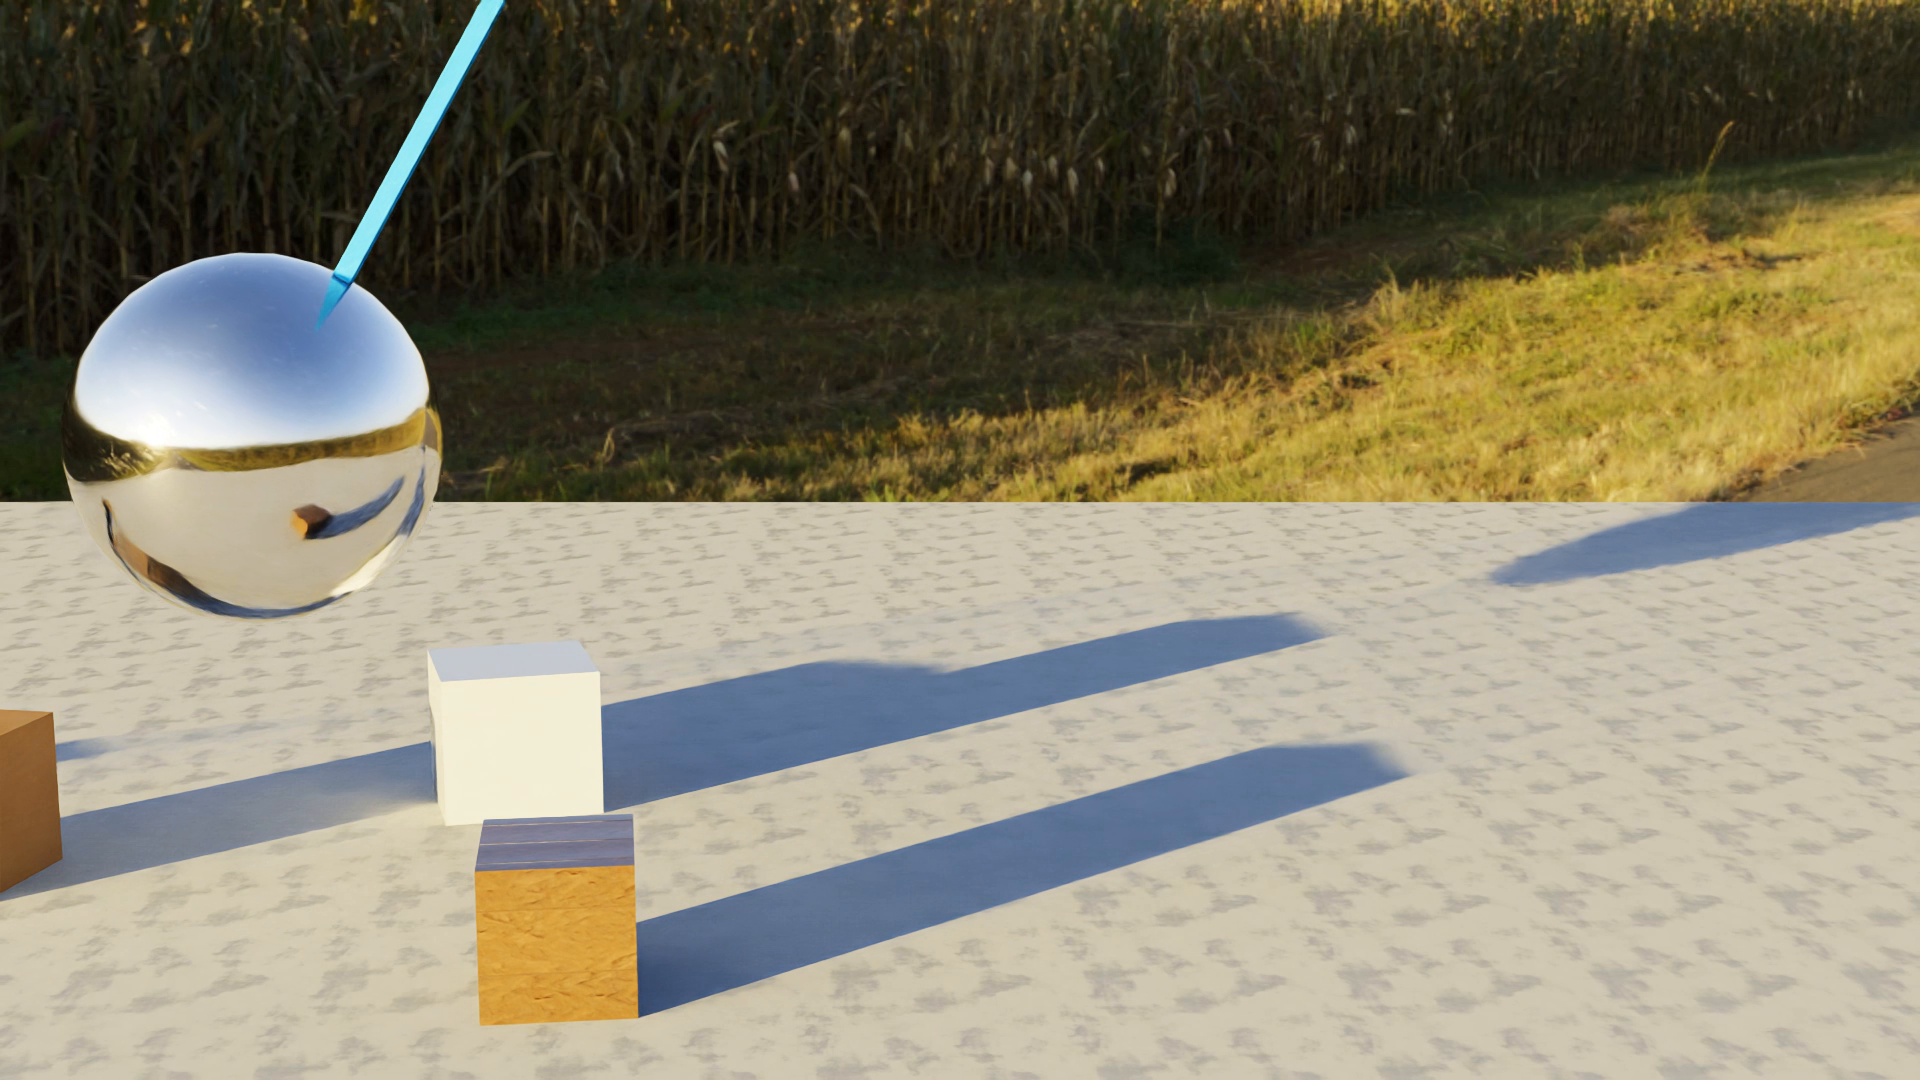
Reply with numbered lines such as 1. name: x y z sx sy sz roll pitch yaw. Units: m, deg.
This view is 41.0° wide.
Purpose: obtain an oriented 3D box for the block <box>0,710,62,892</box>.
1. block: -4.514 1.156 11.295 0.774 0.684 0.707 2 11 11

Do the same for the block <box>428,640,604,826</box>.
1. block: -2.174 0.928 12.512 0.745 0.698 0.718 -3 11 -16

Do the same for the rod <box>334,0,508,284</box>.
1. rod: -1.320 -3.323 10.576 0.080 5.200 0.080 30 9 -5

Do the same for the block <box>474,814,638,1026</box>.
1. block: -1.547 1.453 9.900 0.587 0.600 0.682 -1 10 -7

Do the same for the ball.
1. ball: -3.046 -0.441 11.100 1.600 1.600 1.600 0 10 0
